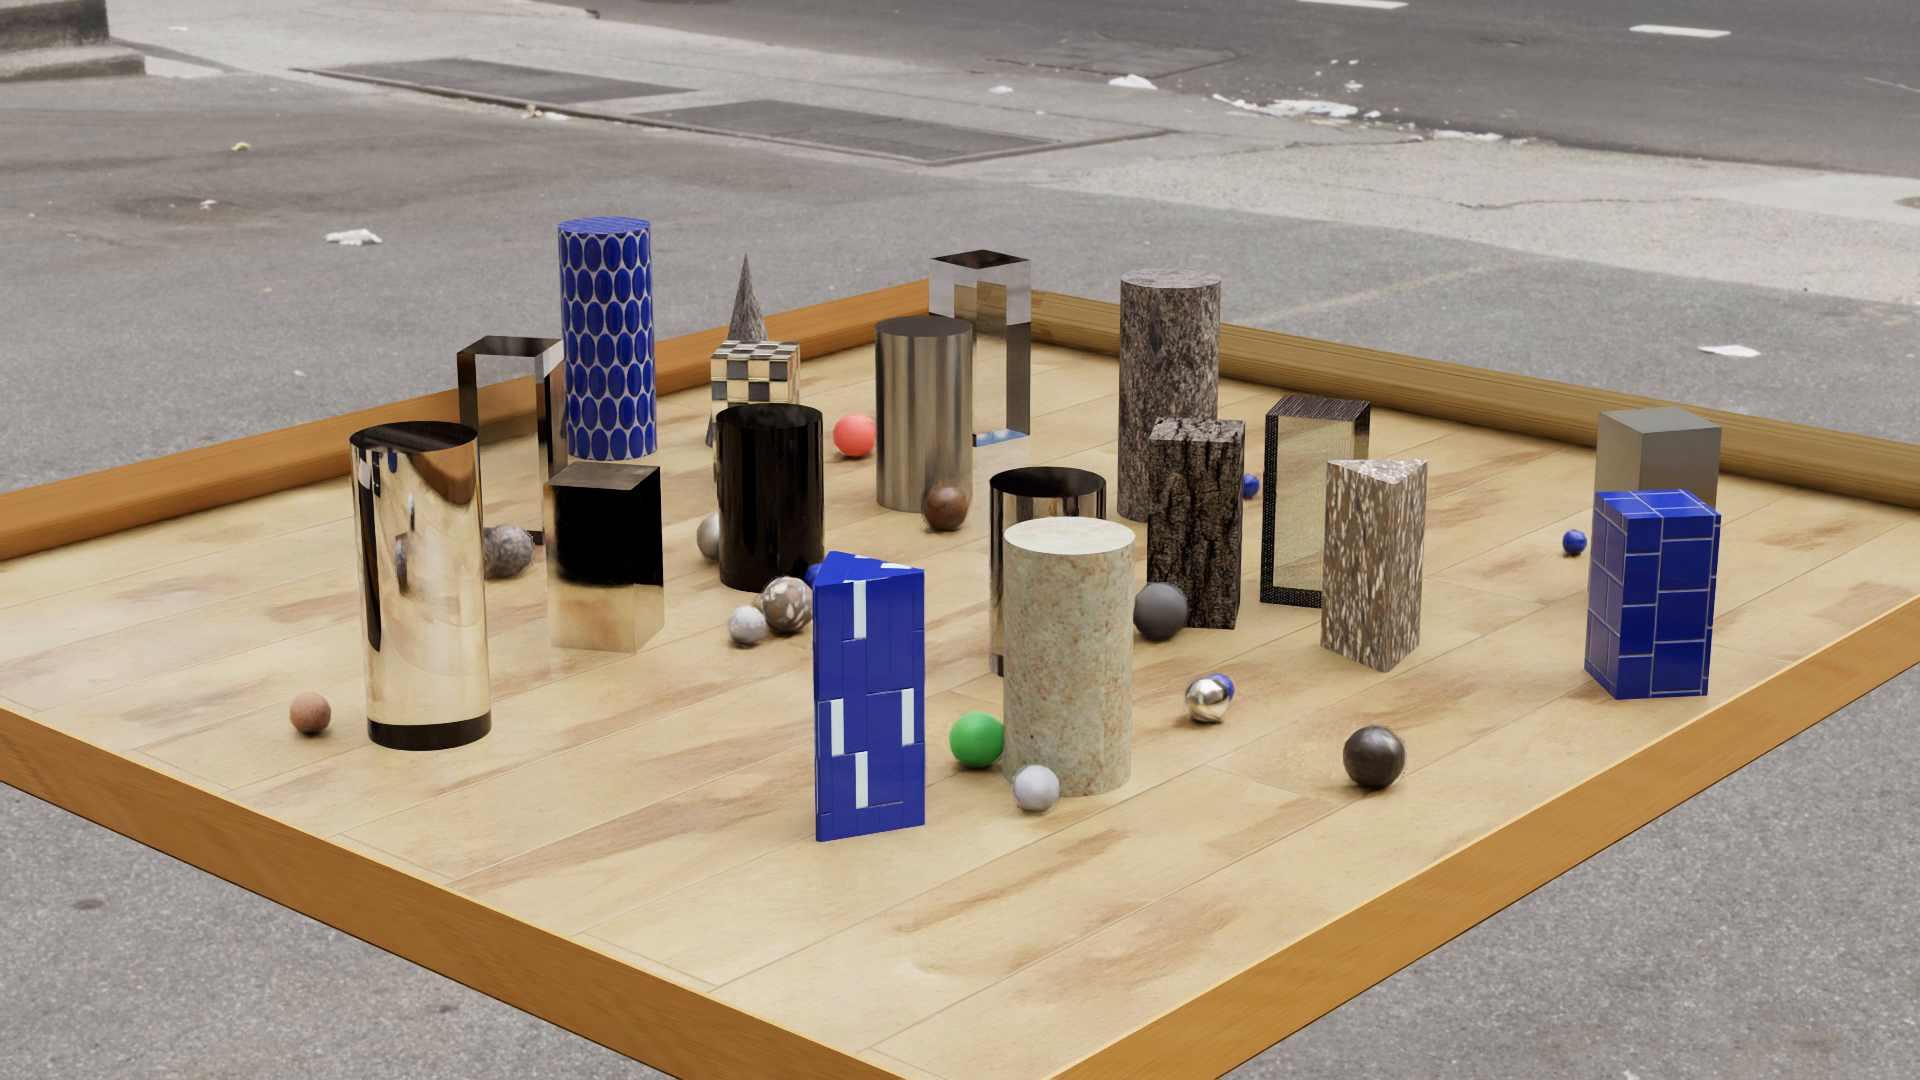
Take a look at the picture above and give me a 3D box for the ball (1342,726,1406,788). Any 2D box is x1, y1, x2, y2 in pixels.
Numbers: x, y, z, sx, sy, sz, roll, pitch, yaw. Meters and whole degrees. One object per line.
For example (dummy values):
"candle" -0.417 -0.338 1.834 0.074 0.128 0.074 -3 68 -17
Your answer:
"ball" 0.599 0.314 4.241 0.091 0.091 0.091 0 17 0

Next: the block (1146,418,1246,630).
"block" 0.399 -0.030 4.971 0.150 0.325 0.150 3 17 9

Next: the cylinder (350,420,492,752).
"cylinder" -0.810 0.068 4.412 0.187 0.462 0.187 0 17 0

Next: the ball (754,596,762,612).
"ball" -0.328 0.116 4.973 0.046 0.046 0.046 0 17 0

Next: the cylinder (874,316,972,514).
"cylinder" -0.069 -0.243 5.644 0.187 0.345 0.187 0 17 0

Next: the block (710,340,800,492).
"block" -0.399 -0.242 5.770 0.150 0.270 0.150 2 17 6

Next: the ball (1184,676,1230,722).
"ball" 0.379 0.245 4.505 0.069 0.069 0.069 0 17 0

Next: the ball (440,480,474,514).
"ball" -0.961 -0.083 5.596 0.066 0.066 0.066 0 17 0

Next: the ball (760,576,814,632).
"ball" -0.288 0.108 4.917 0.094 0.094 0.094 0 17 0

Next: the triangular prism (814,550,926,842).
"triangular prism" -0.151 0.211 4.094 0.162 0.372 0.141 -7 18 -23

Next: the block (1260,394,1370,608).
"block" 0.615 -0.066 5.074 0.150 0.335 0.150 6 18 18

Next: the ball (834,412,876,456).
"ball" -0.214 -0.215 5.991 0.090 0.090 0.090 0 17 0

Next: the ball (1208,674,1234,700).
"ball" 0.402 0.234 4.572 0.052 0.052 0.052 0 17 0

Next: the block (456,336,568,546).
"block" -0.826 -0.186 5.435 0.150 0.356 0.150 4 17 12

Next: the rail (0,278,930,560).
"rail" -1.062 -0.236 6.003 0.045 0.122 3.203 14 22 39

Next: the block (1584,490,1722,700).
"block" 1.094 0.085 4.643 0.150 0.296 0.150 -2 17 -7

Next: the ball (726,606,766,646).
"ball" -0.353 0.141 4.855 0.065 0.065 0.065 0 17 0

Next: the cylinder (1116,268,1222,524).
"cylinder" 0.395 -0.273 5.553 0.187 0.454 0.187 0 17 0

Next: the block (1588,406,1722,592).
"block" 1.192 -0.050 5.041 0.150 0.325 0.150 -5 18 -16

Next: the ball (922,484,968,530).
"ball" -0.027 -0.061 5.489 0.087 0.087 0.087 0 17 0

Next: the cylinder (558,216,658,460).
"cylinder" -0.719 -0.412 5.989 0.187 0.468 0.187 0 17 0

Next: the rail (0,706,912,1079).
"rail" -1.035 0.375 3.980 2.859 0.122 0.045 14 22 39

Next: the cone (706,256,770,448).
"cone" -0.438 -0.399 6.062 0.187 0.401 0.187 0 17 0

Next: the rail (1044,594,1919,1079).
"rail" 1.062 0.297 4.239 0.045 0.122 3.203 14 22 39

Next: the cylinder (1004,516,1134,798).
"cylinder" 0.157 0.168 4.250 0.187 0.365 0.187 0 17 0

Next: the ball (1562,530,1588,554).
"ball" 1.120 0.004 5.343 0.045 0.045 0.045 0 17 0

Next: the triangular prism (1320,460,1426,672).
"triangular prism" 0.701 0.032 4.784 0.141 0.317 0.162 -11 20 -31

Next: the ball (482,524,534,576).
"ball" -0.806 0.019 5.214 0.093 0.093 0.093 0 17 0

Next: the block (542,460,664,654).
"block" -0.589 0.027 4.865 0.150 0.279 0.150 4 17 12

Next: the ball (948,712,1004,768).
"ball" 0.025 0.294 4.320 0.083 0.083 0.083 0 17 0

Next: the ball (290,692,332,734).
"ball" -0.987 0.263 4.458 0.062 0.062 0.062 0 17 0

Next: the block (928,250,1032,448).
"block" 0.042 -0.401 6.115 0.150 0.374 0.150 -14 22 -39

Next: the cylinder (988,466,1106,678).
"cylinder" 0.140 0.055 4.719 0.187 0.309 0.187 0 17 0

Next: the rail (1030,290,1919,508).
"rail" 1.035 -0.314 6.261 2.859 0.122 0.045 14 22 39

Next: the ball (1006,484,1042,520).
"ball" 0.121 -0.071 5.549 0.070 0.070 0.070 0 17 0

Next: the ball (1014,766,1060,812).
"ball" 0.109 0.352 4.156 0.066 0.066 0.066 0 17 0

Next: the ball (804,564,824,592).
"ball" -0.247 0.067 5.123 0.053 0.053 0.053 0 17 0

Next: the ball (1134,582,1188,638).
"ball" 0.332 0.118 4.885 0.093 0.093 0.093 0 17 0

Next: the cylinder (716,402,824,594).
"cylinder" -0.334 -0.076 5.173 0.187 0.296 0.187 0 17 0

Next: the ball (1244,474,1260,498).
"ball" 0.561 -0.105 5.704 0.046 0.046 0.046 0 17 0

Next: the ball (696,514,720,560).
"ball" -0.436 -0.005 5.307 0.083 0.083 0.083 0 17 0
